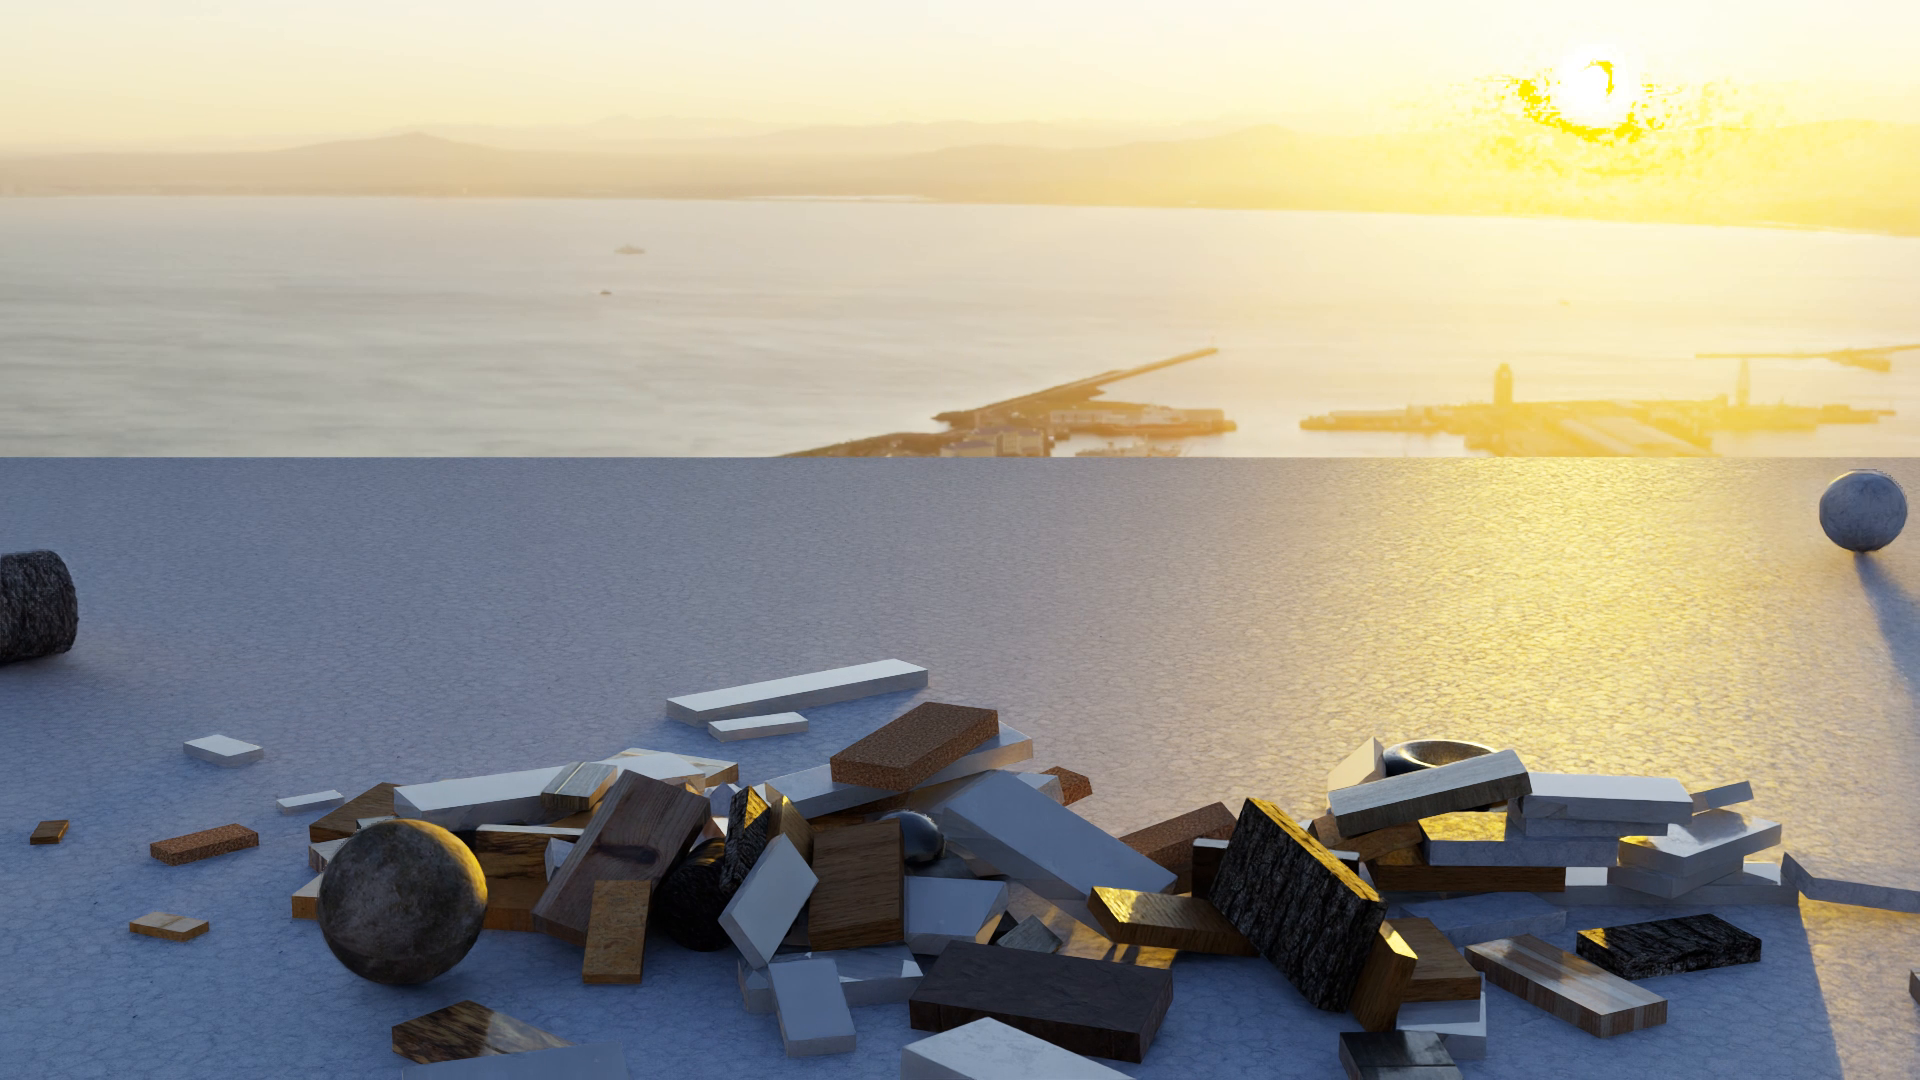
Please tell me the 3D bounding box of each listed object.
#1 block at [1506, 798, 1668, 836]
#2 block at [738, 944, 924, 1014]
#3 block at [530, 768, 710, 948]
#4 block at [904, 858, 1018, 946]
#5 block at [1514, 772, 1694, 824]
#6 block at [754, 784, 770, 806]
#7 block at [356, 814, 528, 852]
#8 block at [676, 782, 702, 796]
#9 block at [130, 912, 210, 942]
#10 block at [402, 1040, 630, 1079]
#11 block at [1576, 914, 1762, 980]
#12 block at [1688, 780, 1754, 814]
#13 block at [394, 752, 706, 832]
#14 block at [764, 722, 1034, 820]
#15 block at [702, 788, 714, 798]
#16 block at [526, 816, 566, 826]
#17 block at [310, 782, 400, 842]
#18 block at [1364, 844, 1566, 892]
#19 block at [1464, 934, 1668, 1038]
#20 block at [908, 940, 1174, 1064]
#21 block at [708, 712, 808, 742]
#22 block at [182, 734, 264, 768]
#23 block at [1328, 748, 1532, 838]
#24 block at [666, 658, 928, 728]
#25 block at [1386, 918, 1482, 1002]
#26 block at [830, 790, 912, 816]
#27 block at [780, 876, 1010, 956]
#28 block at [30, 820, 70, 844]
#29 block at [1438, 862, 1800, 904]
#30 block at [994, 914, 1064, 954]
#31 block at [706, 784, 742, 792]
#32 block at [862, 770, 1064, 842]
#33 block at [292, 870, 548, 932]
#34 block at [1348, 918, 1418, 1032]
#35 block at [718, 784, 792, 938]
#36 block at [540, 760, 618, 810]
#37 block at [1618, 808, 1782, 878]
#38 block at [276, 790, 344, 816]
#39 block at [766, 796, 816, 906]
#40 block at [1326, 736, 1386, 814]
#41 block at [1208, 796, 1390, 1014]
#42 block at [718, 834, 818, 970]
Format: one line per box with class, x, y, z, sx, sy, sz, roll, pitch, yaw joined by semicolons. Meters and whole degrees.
block;1.039;0.457;3.646;0.233;0.033;0.117;0;11;-1
block;-0.193;0.649;3.254;0.257;0.036;0.129;-2;11;-12
block;-0.531;0.509;3.469;0.153;0.043;0.307;18;47;13
block;-0.009;0.582;3.498;0.123;0.035;0.247;-3;20;-24
block;1.056;0.425;3.626;0.267;0.038;0.134;2;11;7
block;-0.325;0.465;3.905;0.091;0.026;0.182;-17;12;-36
block;-0.896;0.506;3.804;0.265;0.037;0.132;-3;11;-26
block;-0.539;0.470;3.883;0.155;0.022;0.077;-17;-29;10
block;-1.257;0.614;3.495;0.112;0.016;0.056;5;12;24
block;-0.561;0.713;2.801;0.280;0.040;0.140;-3;26;-17
block;1.090;0.625;3.383;0.246;0.035;0.123;-4;11;-19
block;1.249;0.475;3.885;0.117;0.033;0.282;-7;-12;-32
block;-0.726;0.449;3.919;0.526;0.043;0.153;-5;12;-31
block;-0.105;0.406;3.891;0.467;0.036;0.129;-12;16;-26
block;-0.379;0.496;3.836;0.155;0.022;0.077;45;-11;-25
block;-0.679;0.479;3.988;0.218;0.031;0.109;-2;11;-13
block;-1.071;0.501;4.004;0.109;0.031;0.218;5;17;21
block;0.834;0.537;3.653;0.304;0.043;0.152;0;11;2
block;0.886;0.653;3.236;0.123;0.035;0.295;-5;12;-26
block;0.117;0.652;3.123;0.337;0.048;0.169;4;21;20
block;-0.426;0.395;4.655;0.196;0.023;0.081;-5;12;-25
block;-1.499;0.429;4.475;0.162;0.023;0.081;8;13;39
block;0.776;0.419;3.647;0.318;0.038;0.134;-14;10;6
block;-0.356;0.340;4.916;0.612;0.037;0.131;-8;13;-37
block;0.668;0.617;3.242;0.121;0.034;0.242;-1;11;-6
block;-0.240;0.473;3.914;0.306;0.026;0.091;-12;14;14
block;-0.124;0.579;3.424;0.378;0.040;0.140;-1;27;23
block;-1.643;0.527;3.969;0.048;0.014;0.096;-2;11;-11
block;1.089;0.573;3.671;0.580;0.033;0.117;0;11;0
block;0.103;0.621;3.361;0.065;0.018;0.130;41;25;15
block;-0.552;0.504;4.033;0.347;0.035;0.125;-6;12;-29
block;-0.019;0.461;3.877;0.390;0.050;0.177;0;20;47
block;-0.810;0.588;3.576;0.524;0.037;0.132;2;11;9
block;0.592;0.614;3.194;0.034;0.121;0.242;17;8;-9
block;-0.313;0.507;3.453;0.037;0.131;0.262;-33;21;14
block;-0.666;0.429;3.850;0.086;0.024;0.172;5;13;6
block;1.238;0.504;3.674;0.285;0.035;0.123;-8;12;-38
block;-1.223;0.494;4.140;0.112;0.016;0.056;-7;13;-35
block;-0.268;0.495;3.502;0.027;0.095;0.190;-33;20;14
block;0.746;0.449;4.141;0.117;0.033;0.233;-43;1;14
block;0.501;0.542;3.299;0.050;0.177;0.354;14;12;-25
block;-0.287;0.542;3.317;0.027;0.095;0.221;-28;14;28
